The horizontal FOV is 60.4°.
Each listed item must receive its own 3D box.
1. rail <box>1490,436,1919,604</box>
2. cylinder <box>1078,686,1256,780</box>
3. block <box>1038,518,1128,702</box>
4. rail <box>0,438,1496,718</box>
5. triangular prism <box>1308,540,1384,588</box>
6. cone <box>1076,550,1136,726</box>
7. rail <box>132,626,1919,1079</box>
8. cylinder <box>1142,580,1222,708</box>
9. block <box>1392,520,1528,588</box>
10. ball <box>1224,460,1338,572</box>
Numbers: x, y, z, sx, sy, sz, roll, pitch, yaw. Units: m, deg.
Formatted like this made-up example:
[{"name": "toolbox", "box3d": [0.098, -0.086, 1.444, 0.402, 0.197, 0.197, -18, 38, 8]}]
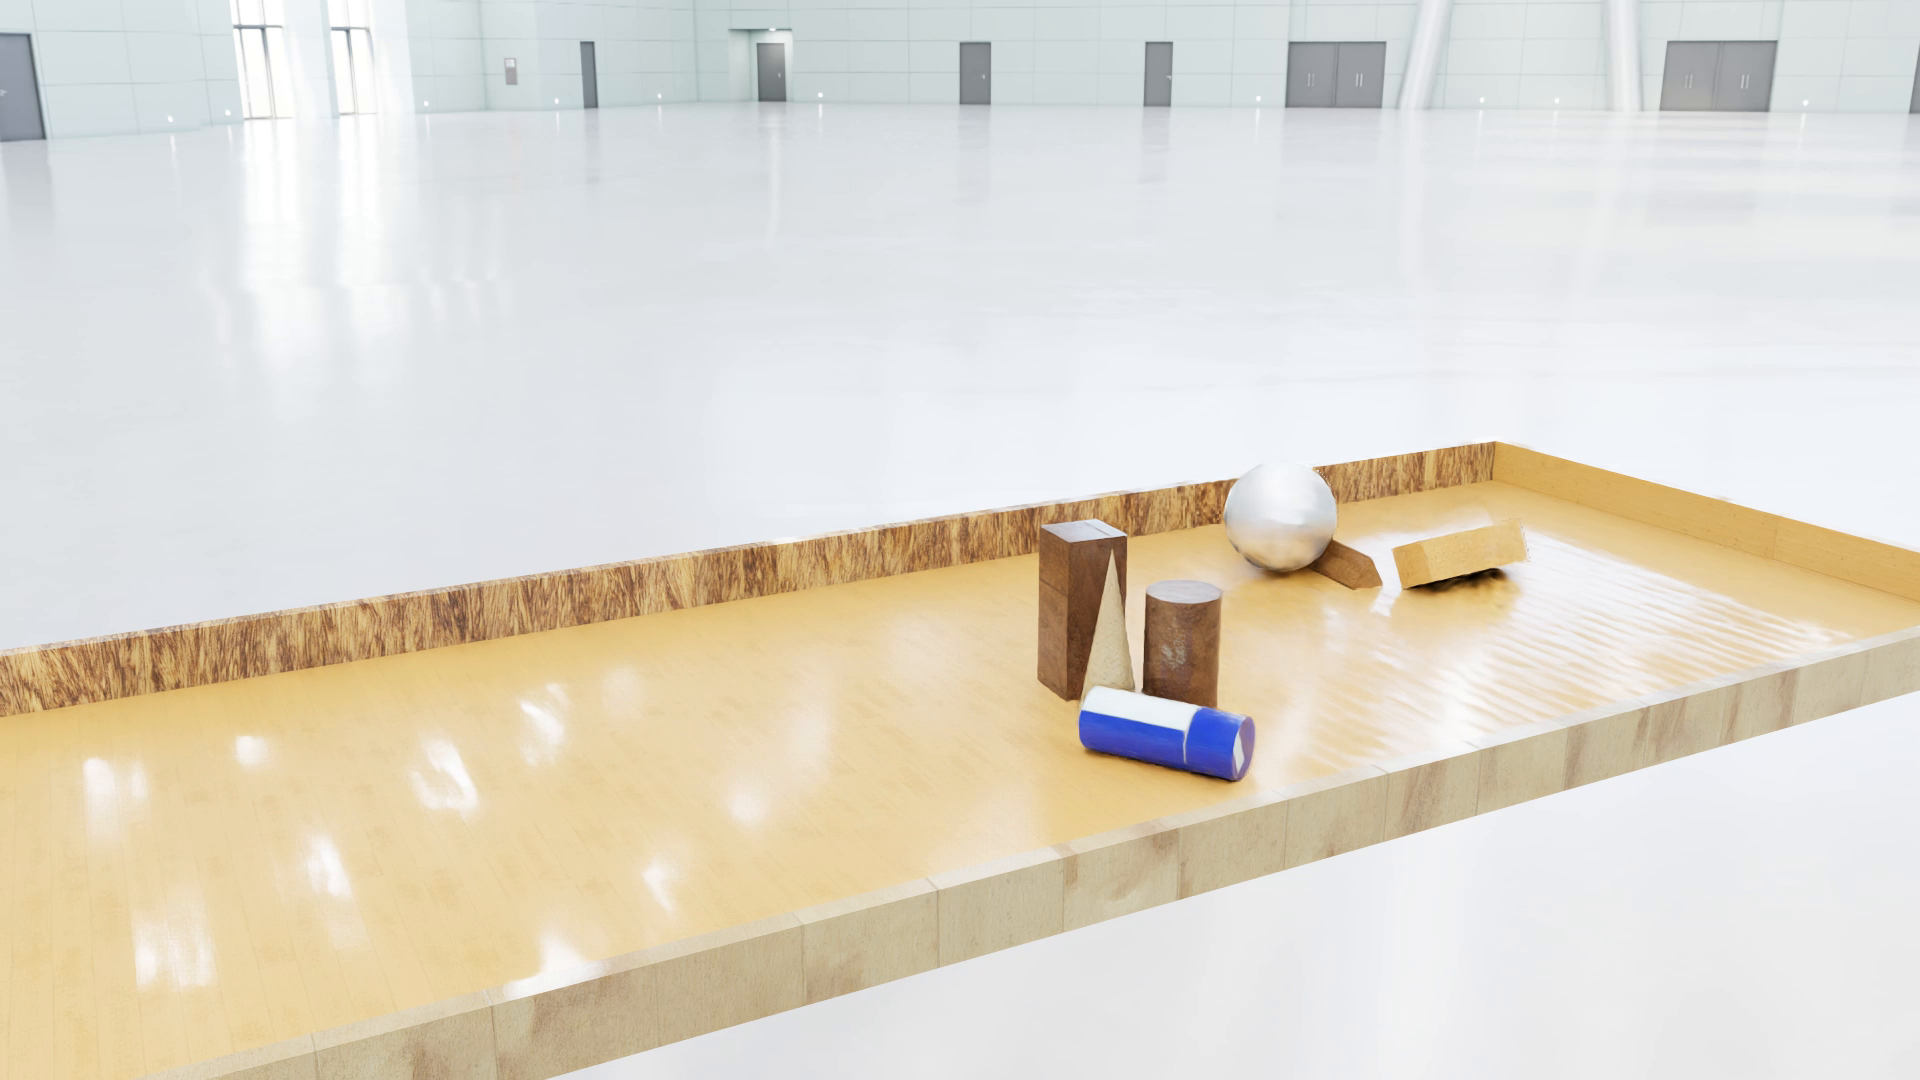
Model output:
[{"name": "rail", "box3d": [2.466, -0.048, 5.253, 0.050, 0.150, 2.100, -9, 18, -27]}, {"name": "cylinder", "box3d": [0.457, 0.426, 3.654, 0.361, 0.143, 0.143, 9, 19, 28]}, {"name": "block", "box3d": [0.299, 0.170, 4.057, 0.159, 0.404, 0.159, -7, 18, -22]}, {"name": "rail", "box3d": [-3.305, 0.497, 3.399, 12.000, 0.150, 0.050, -9, 18, -27]}, {"name": "triangular prism", "box3d": [1.142, 0.049, 5.015, 0.107, 0.093, 0.348, -6, 17, -21]}, {"name": "cone", "box3d": [0.349, 0.224, 3.824, 0.154, 0.433, 0.154, 0, 17, 0]}, {"name": "rail", "box3d": [-2.336, 1.006, 1.665, 12.000, 0.150, 0.050, -9, 18, -27]}, {"name": "cylinder", "box3d": [0.521, 0.270, 3.879, 0.178, 0.314, 0.178, 0, 16, 0]}, {"name": "block", "box3d": [1.493, 0.042, 4.921, 0.413, 0.124, 0.124, -10, -6, -30]}, {"name": "ball", "box3d": [0.970, -0.072, 4.996, 0.337, 0.337, 0.337, 0, 16, 0]}]
